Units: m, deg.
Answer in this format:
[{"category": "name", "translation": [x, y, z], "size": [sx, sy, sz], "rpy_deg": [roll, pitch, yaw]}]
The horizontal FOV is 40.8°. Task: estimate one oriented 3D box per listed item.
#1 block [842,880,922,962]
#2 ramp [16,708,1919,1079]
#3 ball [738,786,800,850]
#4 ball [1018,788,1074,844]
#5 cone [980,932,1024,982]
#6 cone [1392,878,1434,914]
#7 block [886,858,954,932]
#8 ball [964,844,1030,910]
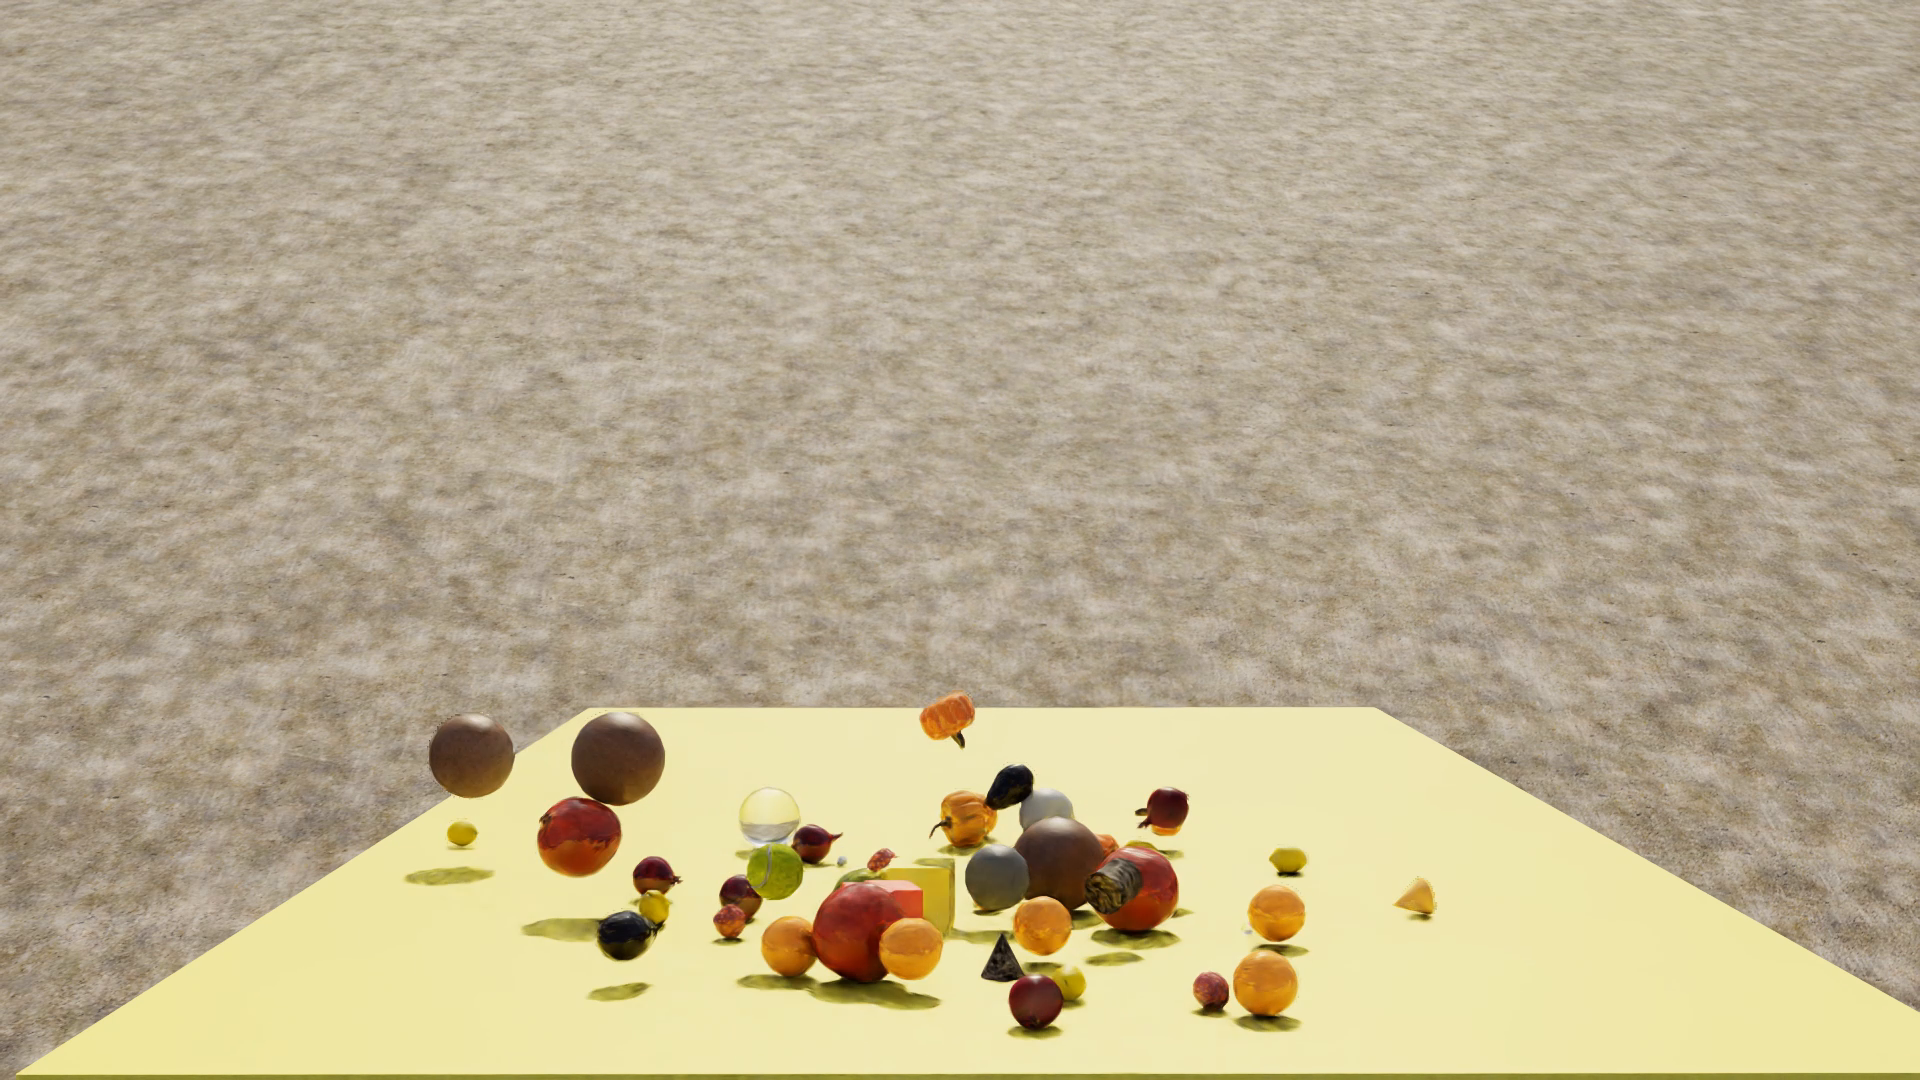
[{"category": "block", "translation": [-0.098, 0.472, 3.204], "size": [0.085, 0.085, 0.085], "rpy_deg": [0, 2, -14]}, {"category": "ramp", "translation": [0.058, 0.529, 4.566], "size": [2.000, 0.100, 4.000], "rpy_deg": [0, 1, 0]}, {"category": "ball", "translation": [-0.302, 0.442, 4.090], "size": [0.099, 0.099, 0.099], "rpy_deg": [0, 26, 0]}, {"category": "ball", "translation": [0.140, 0.444, 4.155], "size": [0.090, 0.090, 0.090], "rpy_deg": [0, 26, 0]}, {"category": "cone", "translation": [0.050, 0.491, 3.057], "size": [0.053, 0.053, 0.053], "rpy_deg": [0, 1, 0]}, {"category": "cone", "translation": [0.605, 0.487, 3.476], "size": [0.050, 0.050, 0.050], "rpy_deg": [-12, 28, -14]}, {"category": "block", "translation": [-0.052, 0.468, 3.404], "size": [0.083, 0.083, 0.083], "rpy_deg": [0, 1, 4]}, {"category": "ball", "translation": [0.049, 0.442, 3.377], "size": [0.086, 0.086, 0.086], "rpy_deg": [0, 26, 0]}]
